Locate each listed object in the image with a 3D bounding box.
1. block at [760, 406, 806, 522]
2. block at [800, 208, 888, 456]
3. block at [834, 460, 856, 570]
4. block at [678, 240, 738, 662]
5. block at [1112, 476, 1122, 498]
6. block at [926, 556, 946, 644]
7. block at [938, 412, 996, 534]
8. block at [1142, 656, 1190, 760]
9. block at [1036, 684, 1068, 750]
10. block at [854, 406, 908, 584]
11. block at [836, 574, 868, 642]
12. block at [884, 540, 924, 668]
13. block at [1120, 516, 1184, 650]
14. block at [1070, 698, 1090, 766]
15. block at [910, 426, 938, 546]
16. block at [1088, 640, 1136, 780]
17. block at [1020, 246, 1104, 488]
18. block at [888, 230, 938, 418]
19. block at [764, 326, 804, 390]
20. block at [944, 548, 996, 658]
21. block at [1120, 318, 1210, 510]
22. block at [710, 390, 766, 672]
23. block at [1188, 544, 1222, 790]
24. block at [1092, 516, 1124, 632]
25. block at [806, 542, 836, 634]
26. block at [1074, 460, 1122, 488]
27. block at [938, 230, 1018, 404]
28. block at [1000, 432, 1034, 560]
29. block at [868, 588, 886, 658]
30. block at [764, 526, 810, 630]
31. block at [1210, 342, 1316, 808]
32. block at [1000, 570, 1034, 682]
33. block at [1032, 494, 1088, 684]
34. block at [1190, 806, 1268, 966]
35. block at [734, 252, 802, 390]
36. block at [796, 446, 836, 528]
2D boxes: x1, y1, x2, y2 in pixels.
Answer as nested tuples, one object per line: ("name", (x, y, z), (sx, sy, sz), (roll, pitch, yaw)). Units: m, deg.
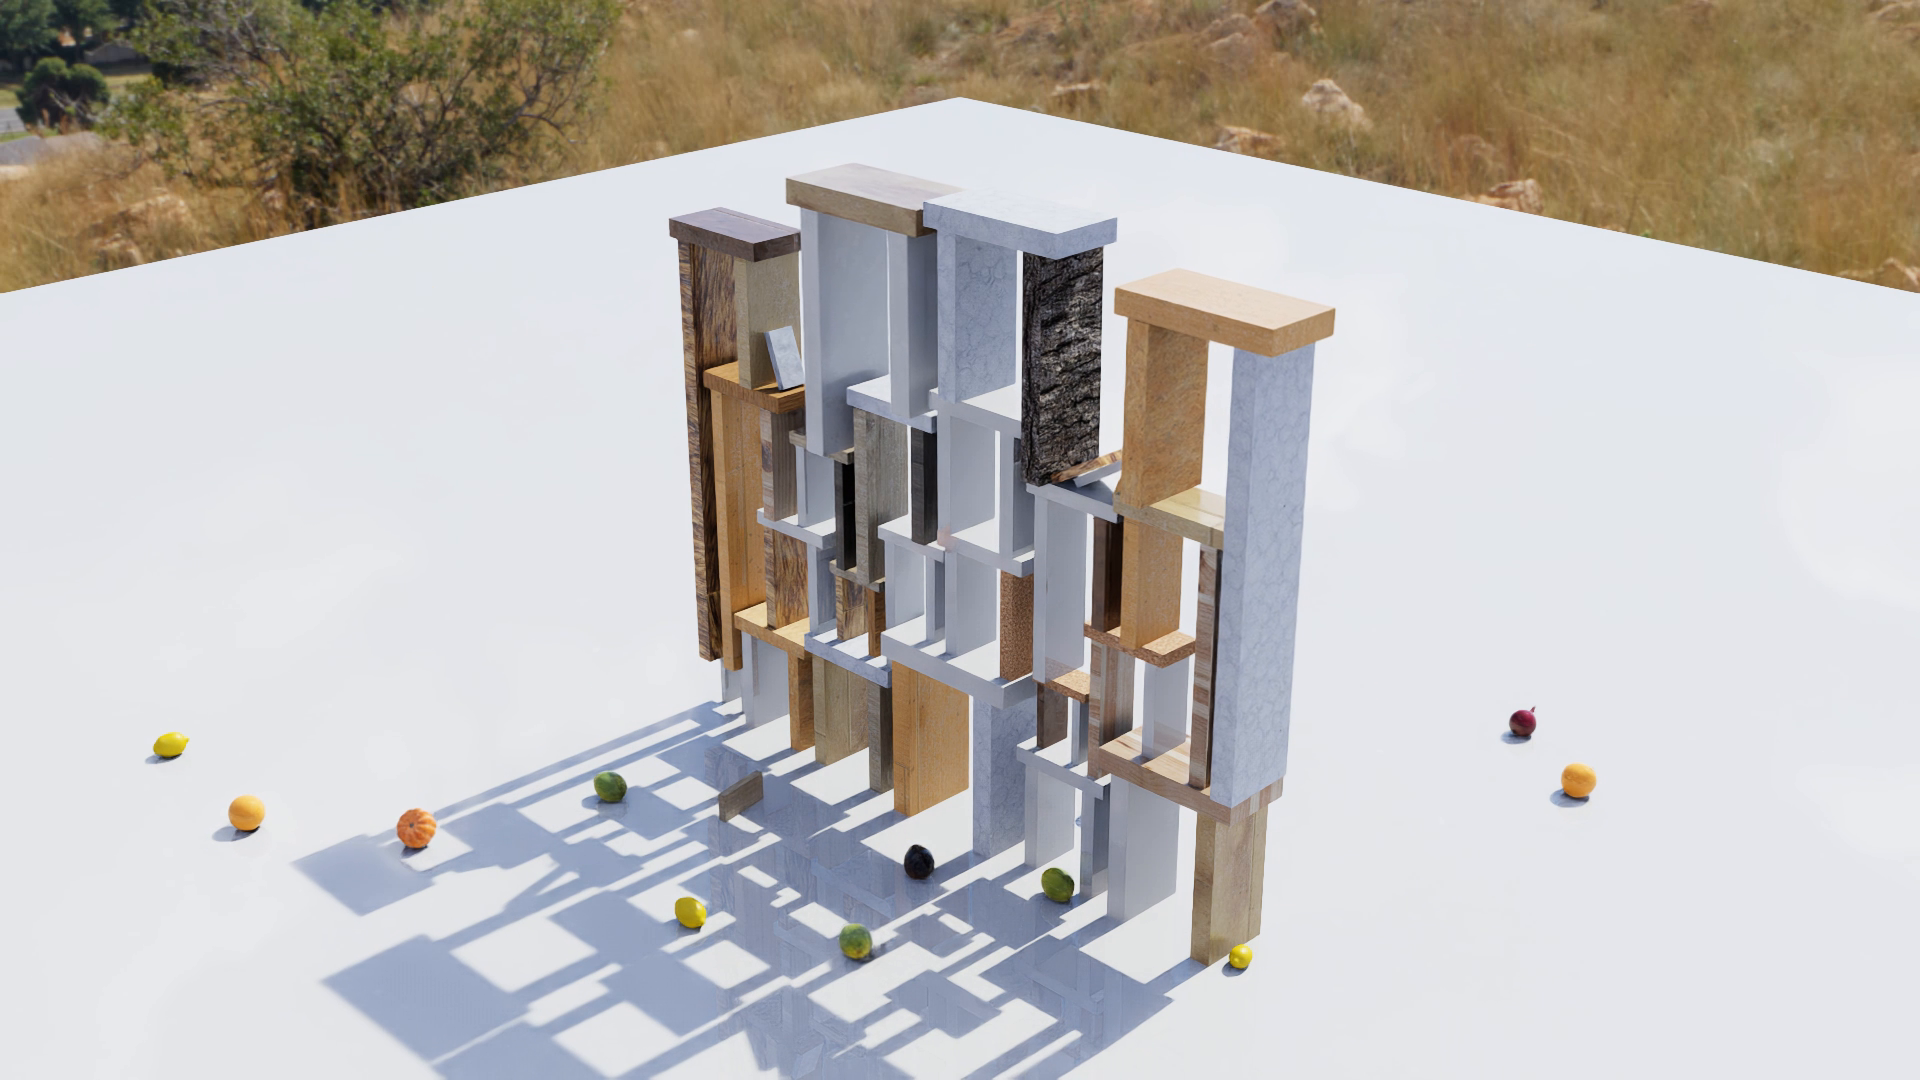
("block", (-0.350, -0.169, 4.522), (0.034, 0.240, 0.120), (21, 31, 41))
("block", (-0.222, -0.419, 4.282), (0.176, 0.491, 0.050), (-21, 31, -40))
("block", (-0.211, -0.061, 4.428), (0.025, 0.234, 0.087), (21, 31, 41))
("block", (-0.514, -0.191, 4.699), (0.135, 0.946, 0.038), (-21, 31, -41))
("block", (0.312, -0.125, 3.833), (0.063, 0.126, 0.018), (-21, 55, -41))
("block", (-0.027, 0.104, 4.300), (0.025, 0.178, 0.089), (21, 31, 41))
("block", (0.013, -0.141, 4.155), (0.120, 0.240, 0.034), (-21, 31, -41))
("block", (0.370, 0.291, 3.952), (0.027, 0.188, 0.094), (21, 31, 40))
("block", (0.176, 0.324, 4.179), (0.067, 0.134, 0.019), (-21, 31, -40))
("block", (-0.155, -0.102, 4.358), (0.033, 0.364, 0.117), (19, 30, 38))
("block", (-0.219, 0.127, 4.530), (0.075, 0.149, 0.021), (-19, 30, -37))
("block", (-0.110, 0.118, 4.392), (0.025, 0.275, 0.089), (18, 29, 36))
("block", (0.339, 0.059, 3.877), (0.035, 0.246, 0.123), (21, 31, 40))
("block", (0.239, 0.349, 4.120), (0.067, 0.134, 0.019), (-21, 31, -40))
("block", (-0.042, -0.118, 4.232), (0.033, 0.235, 0.117), (19, 30, 38))
("block", (0.280, 0.298, 4.053), (0.094, 0.280, 0.027), (-21, 31, -40))
("block", (0.181, -0.317, 3.901), (0.159, 0.423, 0.045), (-21, 31, -40))
("block", (-0.052, -0.420, 4.105), (0.050, 0.352, 0.176), (20, 30, 40))
("block", (-0.353, -0.368, 4.447), (0.060, 0.120, 0.017), (-21, 10, -40))
("block", (0.021, 0.106, 4.243), (0.031, 0.220, 0.110), (21, 31, 41))
("block", (0.349, -0.232, 3.738), (0.046, 0.328, 0.164), (22, 31, 40))
("block", (-0.462, -0.029, 4.707), (0.034, 0.641, 0.120), (21, 31, 41))
("block", (0.458, 0.203, 3.811), (0.035, 0.460, 0.123), (21, 31, 40))
("block", (0.286, 0.048, 3.938), (0.108, 0.217, 0.031), (-20, 30, -39))
("block", (-0.267, 0.087, 4.559), (0.101, 0.202, 0.029), (-20, 30, -39))
("block", (0.266, -0.124, 3.885), (0.063, 0.018, 0.126), (-22, 0, -41))
("block", (0.032, -0.424, 4.018), (0.159, 0.319, 0.045), (-21, 31, -40))
("block", (0.126, -0.097, 4.050), (0.034, 0.240, 0.120), (21, 31, 40))
("block", (-0.152, 0.157, 4.460), (0.075, 0.149, 0.021), (-21, 31, -41))
("block", (-0.364, 0.066, 4.648), (0.029, 0.232, 0.101), (21, 31, 41))
("block", (0.507, 0.055, 3.698), (0.046, 0.823, 0.164), (20, 30, 39))
("block", (0.125, 0.146, 4.147), (0.110, 0.221, 0.031), (-21, 31, -41))
("block", (0.185, 0.078, 4.064), (0.108, 0.370, 0.031), (-21, 31, -40))
("block", (0.485, 0.602, 3.956), (0.043, 0.301, 0.151), (21, 31, 40))
("block", (-0.387, -0.452, 4.448), (0.135, 0.271, 0.038), (-21, 31, -40))
("block", (-0.292, -0.121, 4.493), (0.087, 0.175, 0.025), (-21, 31, -41))
